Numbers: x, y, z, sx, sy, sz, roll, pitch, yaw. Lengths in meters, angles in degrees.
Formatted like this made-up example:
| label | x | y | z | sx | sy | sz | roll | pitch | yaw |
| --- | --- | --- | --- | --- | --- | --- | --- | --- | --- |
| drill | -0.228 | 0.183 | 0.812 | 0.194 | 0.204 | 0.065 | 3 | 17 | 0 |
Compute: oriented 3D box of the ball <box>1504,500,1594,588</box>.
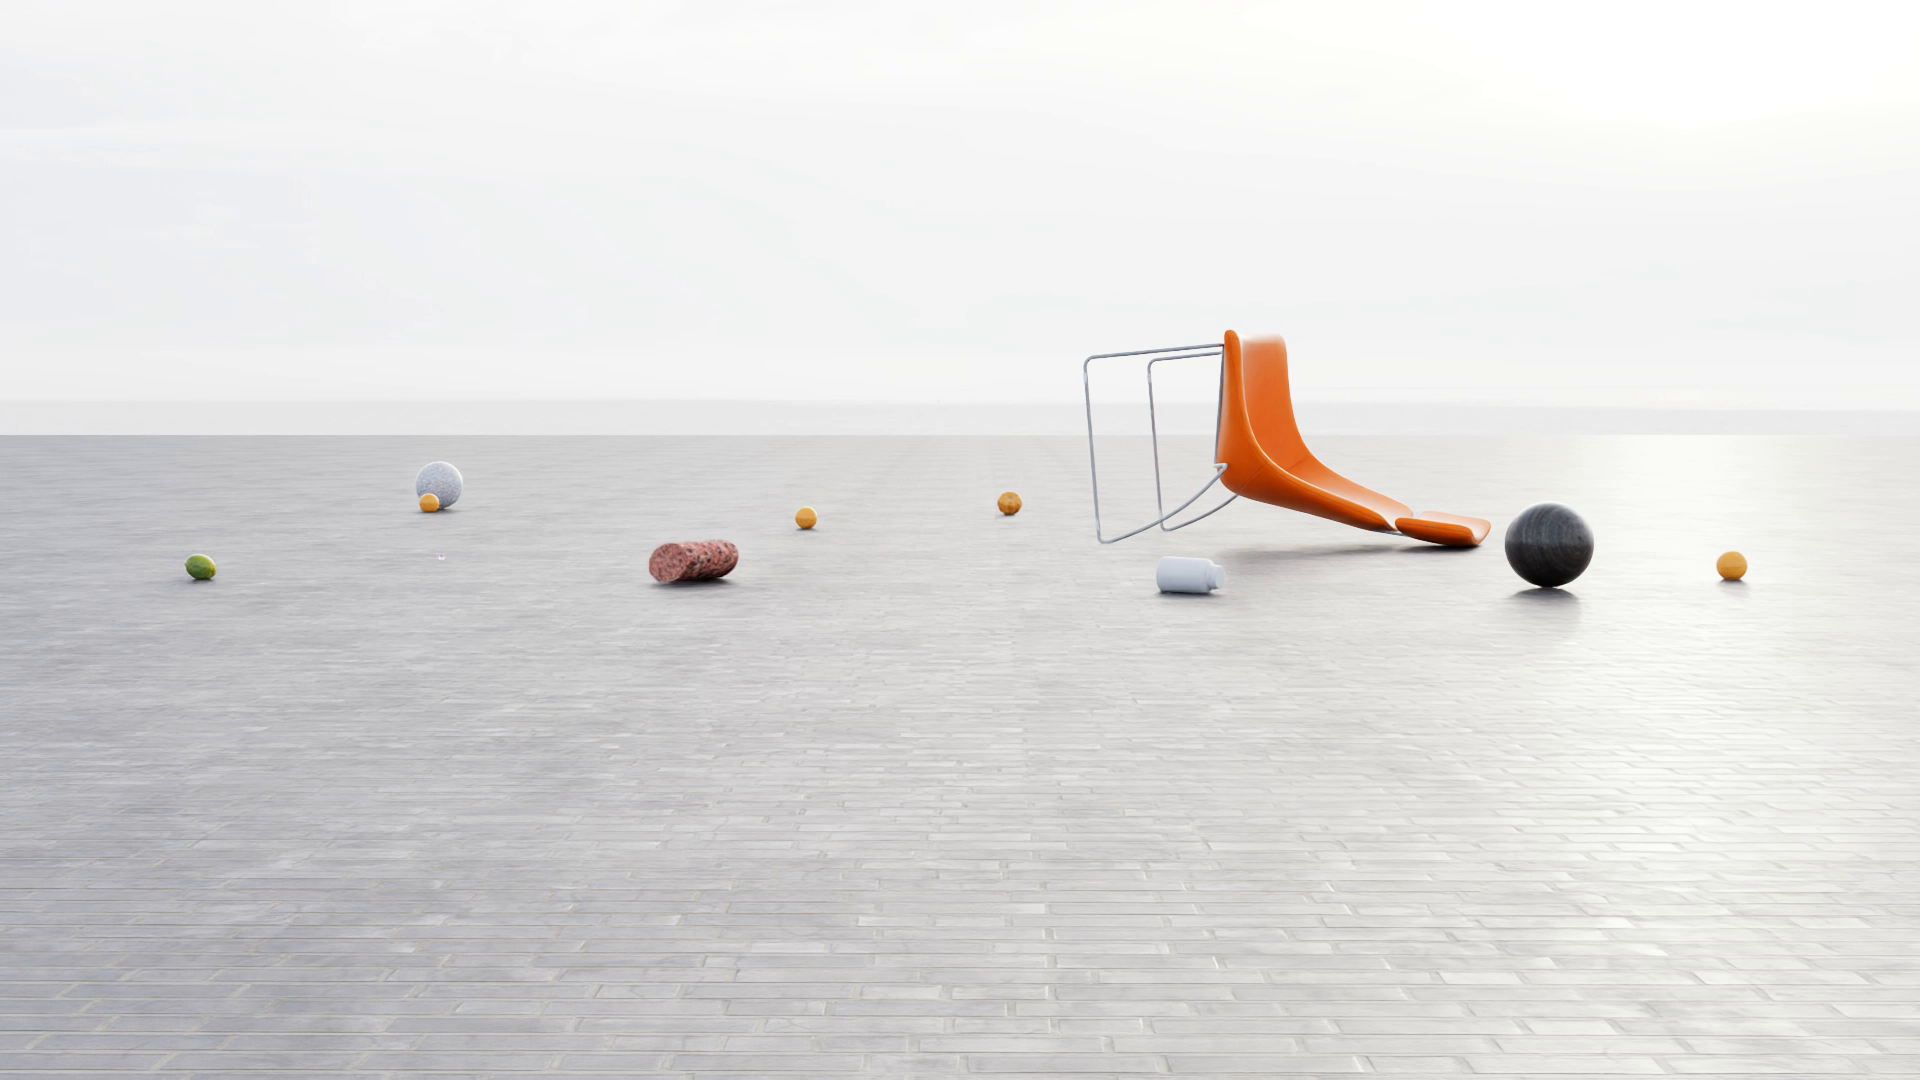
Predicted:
| label | x | y | z | sx | sy | sz | roll | pitch | yaw |
| --- | --- | --- | --- | --- | --- | --- | --- | --- | --- |
| ball | 1.331 | 0.010 | 4.968 | 0.197 | 0.197 | 0.197 | 0 | 4 | 0 |

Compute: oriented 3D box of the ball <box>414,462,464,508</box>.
| label | x | y | z | sx | sy | sz | roll | pitch | yaw |
| --- | --- | --- | --- | --- | --- | --- | --- | --- | --- |
| ball | -1.959 | -0.207 | 8.267 | 0.177 | 0.177 | 0.177 | 0 | 4 | 0 |

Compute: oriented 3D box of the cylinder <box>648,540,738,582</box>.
| label | x | y | z | sx | sy | sz | roll | pitch | yaw |
| --- | --- | --- | --- | --- | --- | --- | --- | --- | --- |
| cylinder | -0.626 | 0.048 | 5.168 | 0.138 | 0.088 | 0.163 | -16 | -7 | 40 |
